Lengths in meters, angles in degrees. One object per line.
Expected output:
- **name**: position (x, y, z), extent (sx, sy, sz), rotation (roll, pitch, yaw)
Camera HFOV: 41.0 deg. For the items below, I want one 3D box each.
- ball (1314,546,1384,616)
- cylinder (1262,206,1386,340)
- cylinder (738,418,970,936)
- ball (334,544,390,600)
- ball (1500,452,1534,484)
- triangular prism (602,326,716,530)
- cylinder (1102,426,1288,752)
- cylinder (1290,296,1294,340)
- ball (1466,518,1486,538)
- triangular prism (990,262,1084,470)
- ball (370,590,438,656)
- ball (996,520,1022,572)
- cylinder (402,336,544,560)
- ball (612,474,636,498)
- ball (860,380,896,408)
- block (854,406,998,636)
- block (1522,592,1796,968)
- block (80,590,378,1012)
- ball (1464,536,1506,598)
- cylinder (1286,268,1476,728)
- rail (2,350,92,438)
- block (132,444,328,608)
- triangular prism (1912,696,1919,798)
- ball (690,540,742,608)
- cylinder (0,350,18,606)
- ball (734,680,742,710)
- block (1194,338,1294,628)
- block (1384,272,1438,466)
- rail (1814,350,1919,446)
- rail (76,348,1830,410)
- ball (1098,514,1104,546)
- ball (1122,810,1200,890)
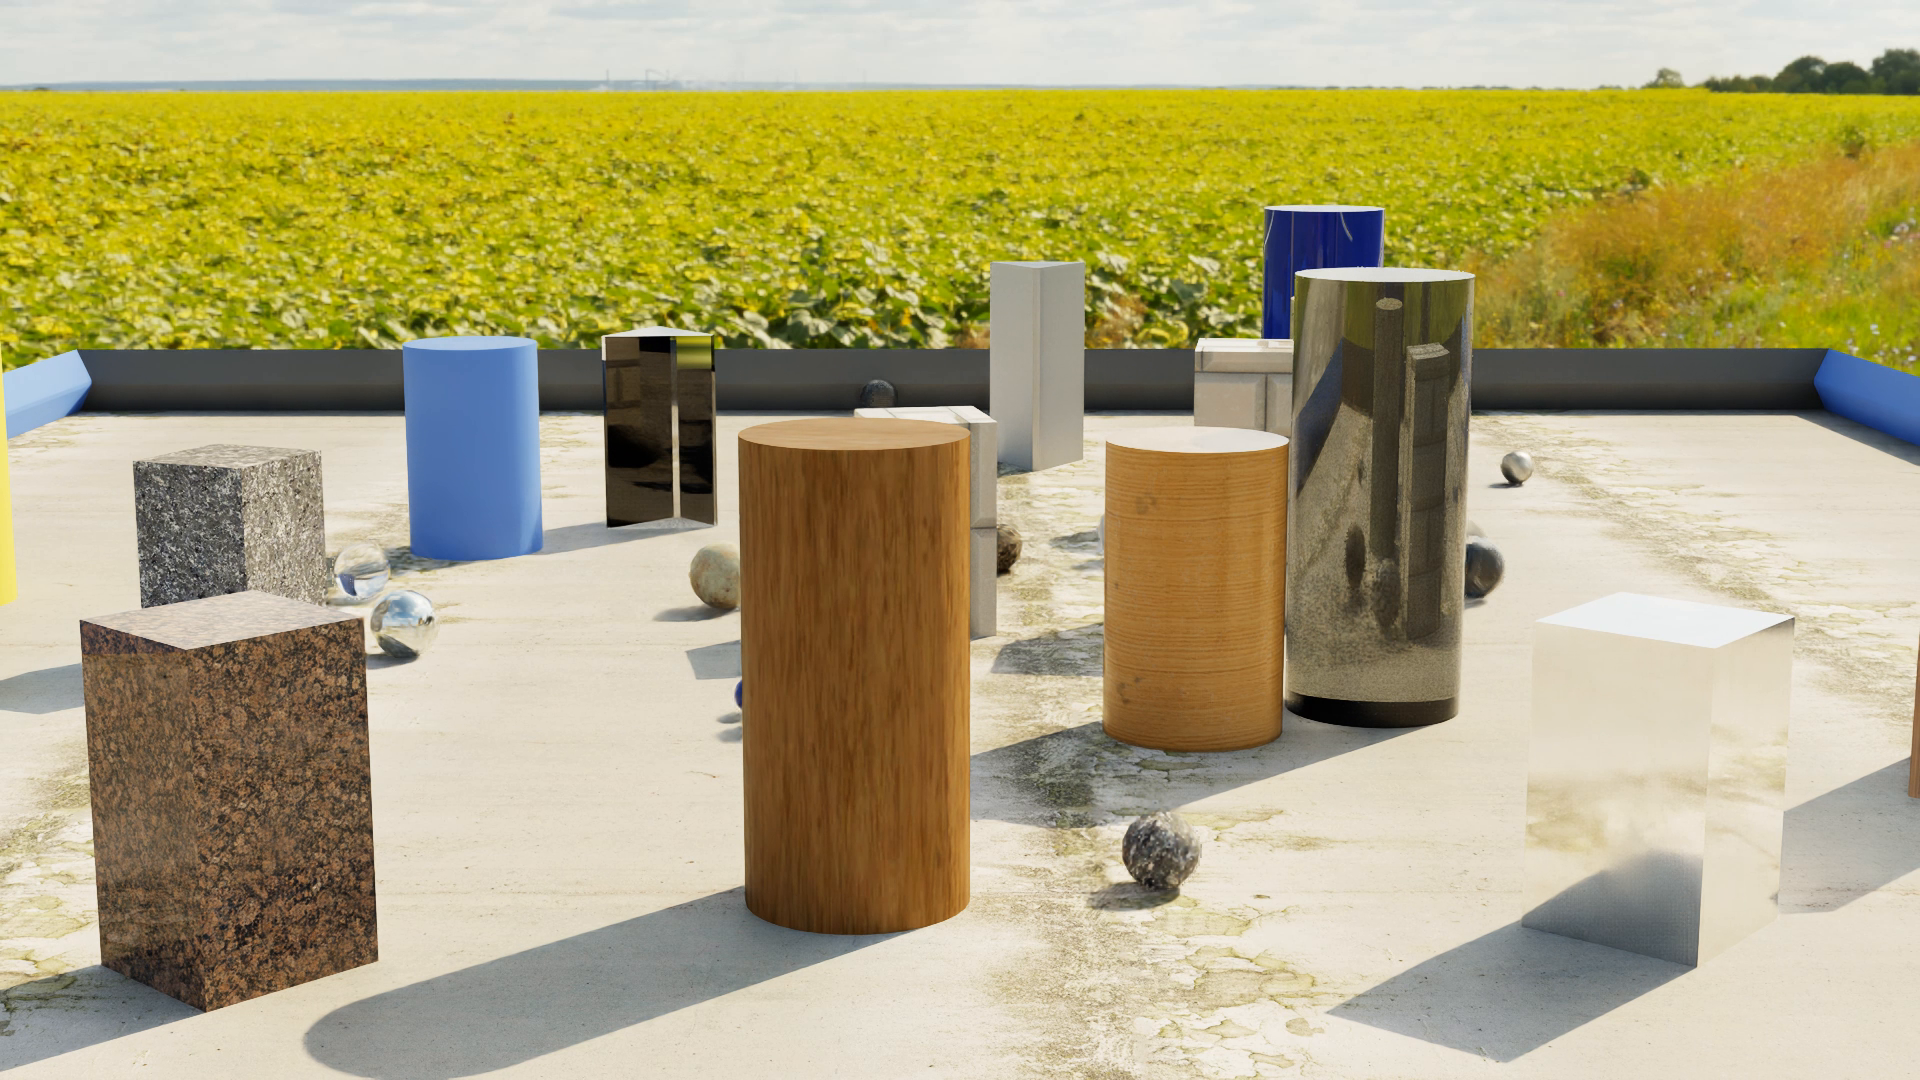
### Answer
- **ball**: position (0.521, 0.054, 3.441), extent (0.093, 0.093, 0.093), rotation (0, 10, 0)
- **cylinder**: position (0.602, -0.306, 4.286), extent (0.200, 0.494, 0.200), rotation (0, 10, 0)
- **cylinder**: position (-0.090, 0.113, 2.238), extent (0.200, 0.416, 0.200), rotation (0, 10, 0)
- **ball**: position (-0.826, 0.043, 3.545), extent (0.077, 0.077, 0.077), rotation (0, 10, 0)
- **ball**: position (0.983, -0.128, 4.524), extent (0.057, 0.057, 0.057), rotation (0, 10, 0)
- **triangular prism**: position (-0.484, -0.184, 4.140), extent (0.173, 0.308, 0.150), rotation (-1, 11, -7)
- **cylinder**: position (0.258, 0.050, 2.823), extent (0.200, 0.326, 0.200), rotation (0, 10, 0)
- **cylinder**: position (0.611, -0.189, 3.994), extent (0.200, 0.371, 0.200), rotation (0, 10, 0)
- **ball**: position (0.699, 0.014, 3.643), extent (0.100, 0.100, 0.100), rotation (0, 10, 0)
- **triangular prism**: position (0.121, -0.327, 4.746), extent (0.150, 0.369, 0.173), rotation (7, 12, 32)
- **ball**: position (-0.694, 0.104, 3.200), extent (0.084, 0.084, 0.084), rotation (0, 10, 0)
- **ball**: position (0.054, 0.009, 3.743), extent (0.074, 0.074, 0.074), rotation (0, 10, 0)
- **cylinder**: position (-0.739, -0.142, 3.894), extent (0.200, 0.315, 0.200), rotation (0, 10, 0)
- **ball**: position (-0.573, -0.092, 4.379), extent (0.041, 0.041, 0.041), rotation (0, 10, 0)
- **ball**: position (-0.172, -0.302, 5.417), extent (0.075, 0.075, 0.075), rotation (0, 10, 0)
- **block**: position (-0.046, -0.025, 3.359), extent (0.160, 0.279, 0.160), rotation (-2, 11, -11)
- **block**: position (0.594, 0.198, 2.185), extent (0.160, 0.268, 0.160), rotation (9, 14, 40)
- **block**: position (-0.592, 0.205, 2.083), extent (0.160, 0.290, 0.160), rotation (9, 14, 42)
- **ball**: position (0.711, 0.038, 3.554), extent (0.085, 0.085, 0.085), rotation (0, 10, 0)
- **cylinder**: position (0.474, -0.052, 2.909), extent (0.200, 0.497, 0.200), rotation (0, 10, 0)
- **rail**: position (-1.849, 0.035, 3.438), extent (0.045, 0.130, 4.148), rotation (0, 10, 0)
- **block**: position (-0.902, 0.020, 3.187), extent (0.160, 0.253, 0.160), rotation (4, 11, 22)
- **triangular prism**: position (1.033, 0.003, 2.628), extent (0.173, 0.491, 0.150), rotation (-2, 11, -9)
- **ball**: position (-0.321, 0.047, 3.483), extent (0.092, 0.092, 0.092), rotation (0, 10, 0)
- **cylinder**: position (-1.404, -0.105, 3.500), extent (0.200, 0.385, 0.200), rotation (0, 10, 0)
- **ball**: position (-0.235, 0.176, 2.917), extent (0.043, 0.043, 0.043), rotation (0, 10, 0)
- **block**: position (0.393, -0.079, 3.421), extent (0.160, 0.362, 0.160), rotation (1, 11, 7)
- **block**: position (0.764, -0.315, 4.742), extent (0.160, 0.347, 0.160), rotation (-7, 13, -34)
- **rail**: position (1.849, 0.031, 3.459), extent (0.045, 0.130, 4.148), rotation (0, 10, 0)
- **rail**: position (-0.012, -0.339, 5.465), extent (3.745, 0.130, 0.045), rotation (0, 10, 0)
- **ball**: position (0.251, -0.014, 3.815), extent (0.091, 0.091, 0.091), rotation (0, 10, 0)
- **ball**: position (0.180, 0.278, 2.298), extent (0.070, 0.070, 0.070), rotation (0, 10, 0)
